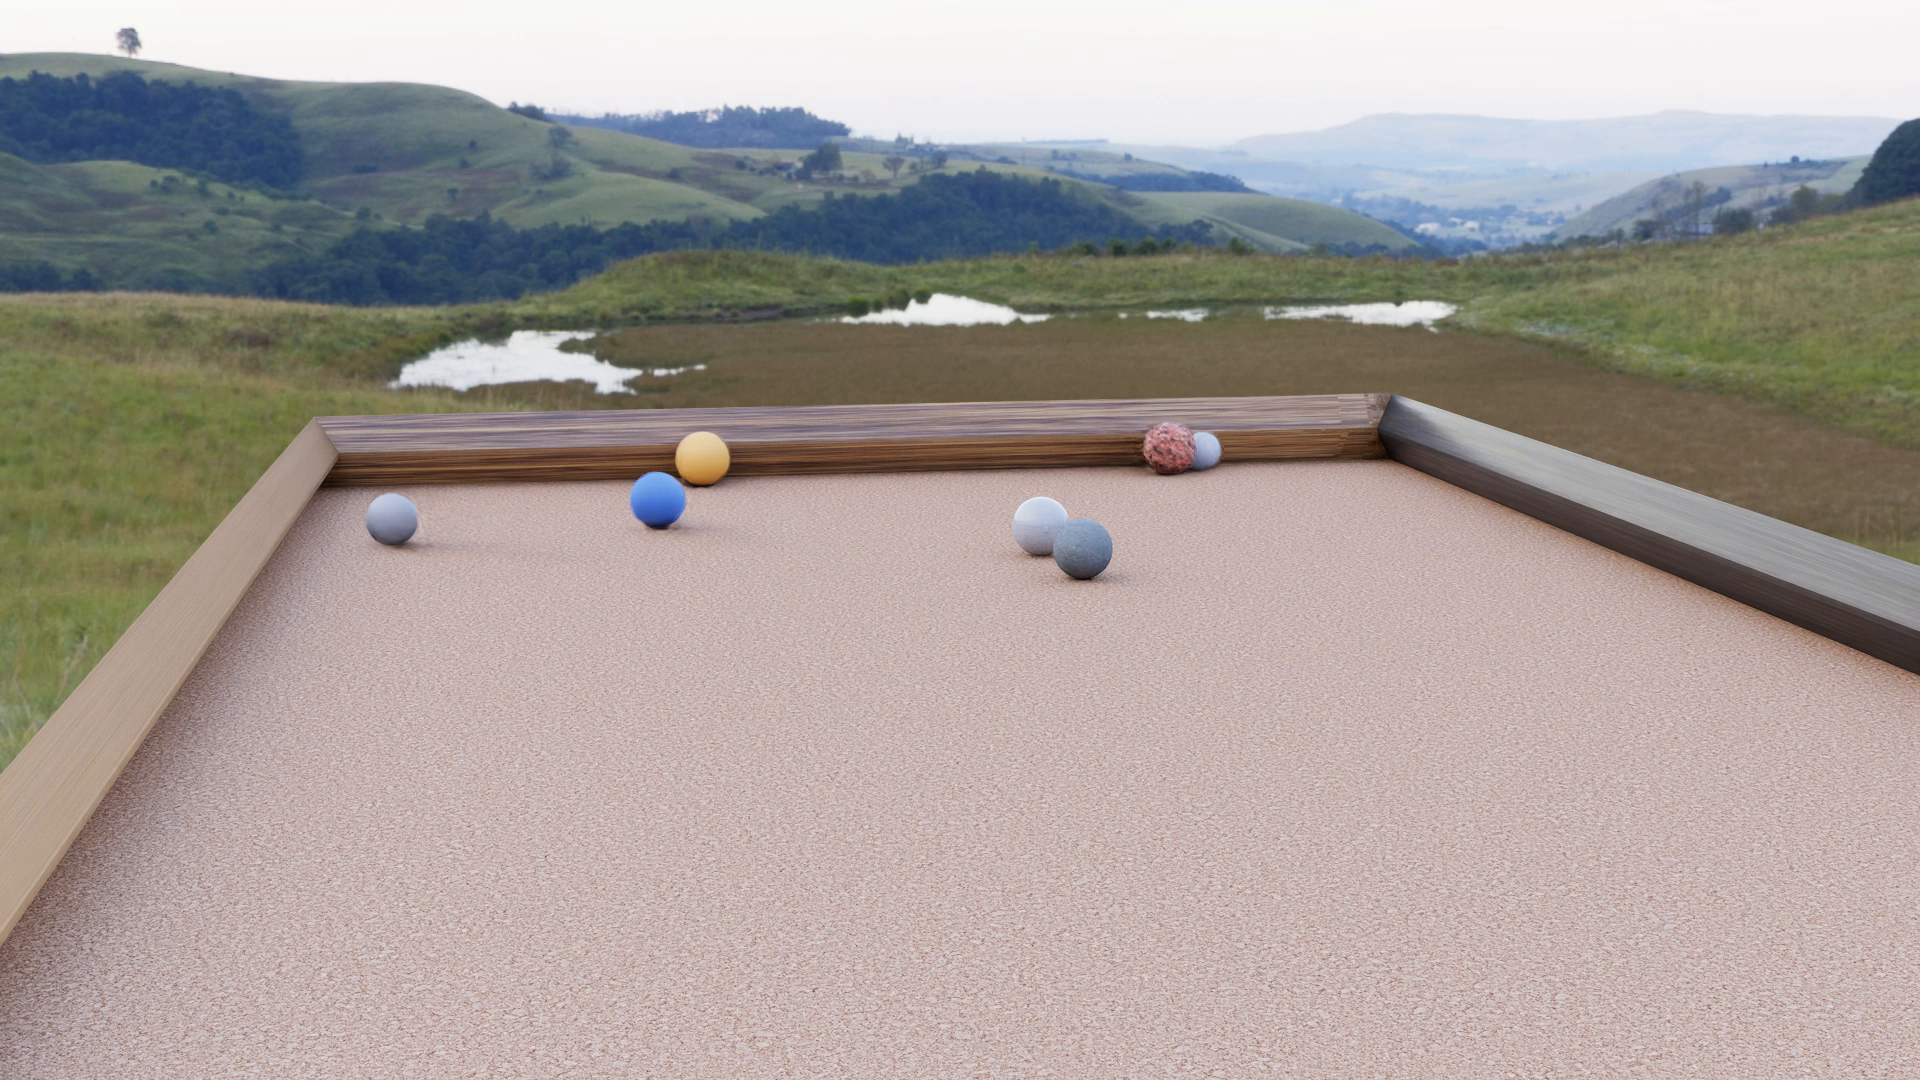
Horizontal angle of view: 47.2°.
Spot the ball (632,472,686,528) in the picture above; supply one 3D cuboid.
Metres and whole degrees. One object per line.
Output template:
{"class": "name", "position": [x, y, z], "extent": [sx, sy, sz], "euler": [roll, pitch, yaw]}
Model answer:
{"class": "ball", "position": [-0.479, -0.064, 3.493], "extent": [0.087, 0.087, 0.087], "euler": [0, 11, 0]}

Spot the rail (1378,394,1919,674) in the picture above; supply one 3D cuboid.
{"class": "rail", "position": [1.112, 0.114, 2.451], "extent": [0.045, 0.125, 3.613], "euler": [-2, 11, -10]}

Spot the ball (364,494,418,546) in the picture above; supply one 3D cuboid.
{"class": "ball", "position": [-0.863, -0.031, 3.342], "extent": [0.079, 0.079, 0.079], "euler": [0, 11, 0]}

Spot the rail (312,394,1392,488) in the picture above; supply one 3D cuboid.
{"class": "rail", "position": [-0.151, -0.182, 4.013], "extent": [1.990, 0.125, 0.045], "euler": [-2, 11, -10]}

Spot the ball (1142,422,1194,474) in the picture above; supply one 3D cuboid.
{"class": "ball", "position": [0.382, -0.168, 4.023], "extent": [0.096, 0.096, 0.096], "euler": [0, 11, 0]}

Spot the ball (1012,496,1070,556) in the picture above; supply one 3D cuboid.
{"class": "ball", "position": [0.120, -0.020, 3.264], "extent": [0.087, 0.087, 0.087], "euler": [0, 11, 0]}

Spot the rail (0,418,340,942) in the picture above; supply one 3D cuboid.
{"class": "rail", "position": [-0.802, 0.176, 2.123], "extent": [0.045, 0.125, 3.613], "euler": [-2, 11, -10]}

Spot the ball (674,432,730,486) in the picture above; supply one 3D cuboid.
{"class": "ball", "position": [-0.456, -0.144, 3.895], "extent": [0.096, 0.096, 0.096], "euler": [0, 11, 0]}

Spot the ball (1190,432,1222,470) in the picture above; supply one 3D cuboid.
{"class": "ball", "position": [0.449, -0.165, 4.072], "extent": [0.071, 0.071, 0.071], "euler": [0, 11, 0]}

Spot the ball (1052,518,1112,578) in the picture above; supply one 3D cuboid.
{"class": "ball", "position": [0.173, 0.012, 3.098], "extent": [0.085, 0.085, 0.085], "euler": [0, 11, 0]}
